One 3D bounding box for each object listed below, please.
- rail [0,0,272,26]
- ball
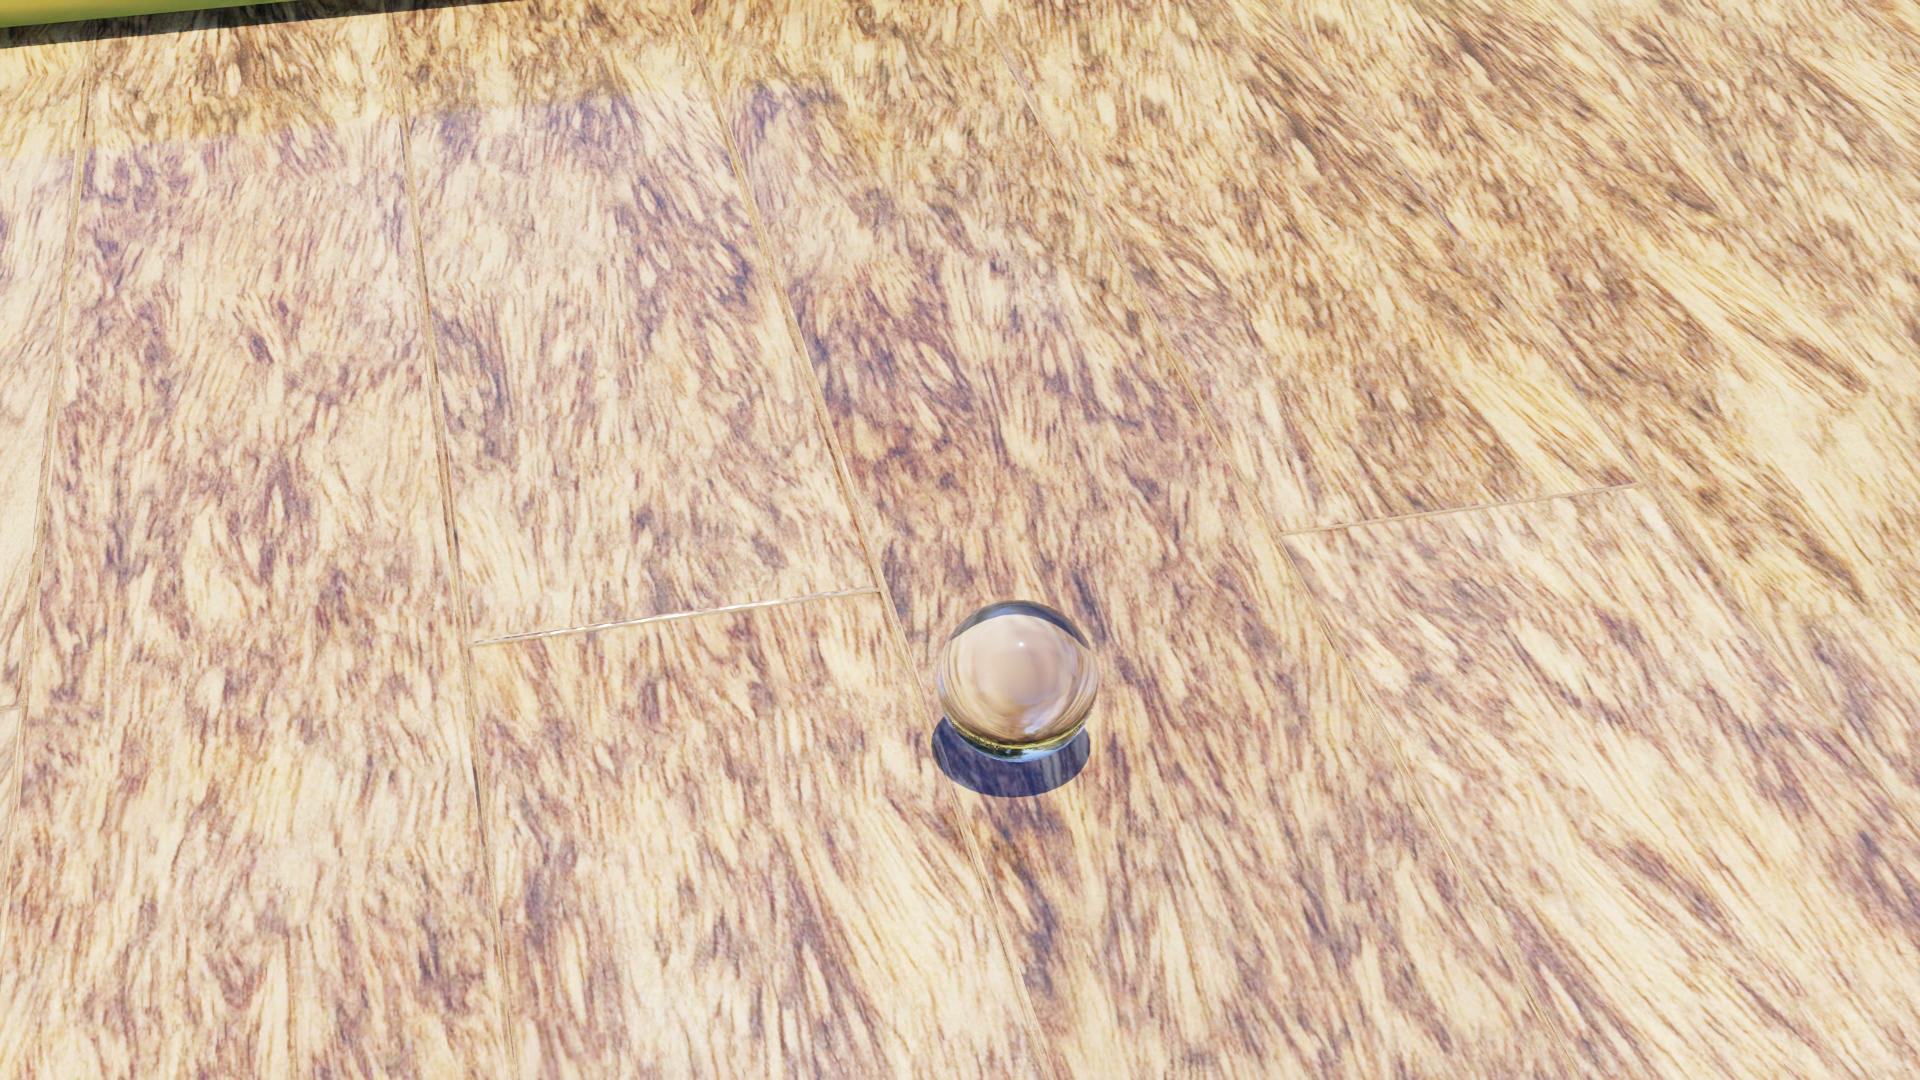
[{"bbox_3d":[0.585,-0.667,2.406,3.276,0.123,0.045,-8,37,-10],"label":"rail"},{"bbox_3d":[0.032,0.077,1.411,0.089,0.089,0.089,0,36,0],"label":"ball"}]
